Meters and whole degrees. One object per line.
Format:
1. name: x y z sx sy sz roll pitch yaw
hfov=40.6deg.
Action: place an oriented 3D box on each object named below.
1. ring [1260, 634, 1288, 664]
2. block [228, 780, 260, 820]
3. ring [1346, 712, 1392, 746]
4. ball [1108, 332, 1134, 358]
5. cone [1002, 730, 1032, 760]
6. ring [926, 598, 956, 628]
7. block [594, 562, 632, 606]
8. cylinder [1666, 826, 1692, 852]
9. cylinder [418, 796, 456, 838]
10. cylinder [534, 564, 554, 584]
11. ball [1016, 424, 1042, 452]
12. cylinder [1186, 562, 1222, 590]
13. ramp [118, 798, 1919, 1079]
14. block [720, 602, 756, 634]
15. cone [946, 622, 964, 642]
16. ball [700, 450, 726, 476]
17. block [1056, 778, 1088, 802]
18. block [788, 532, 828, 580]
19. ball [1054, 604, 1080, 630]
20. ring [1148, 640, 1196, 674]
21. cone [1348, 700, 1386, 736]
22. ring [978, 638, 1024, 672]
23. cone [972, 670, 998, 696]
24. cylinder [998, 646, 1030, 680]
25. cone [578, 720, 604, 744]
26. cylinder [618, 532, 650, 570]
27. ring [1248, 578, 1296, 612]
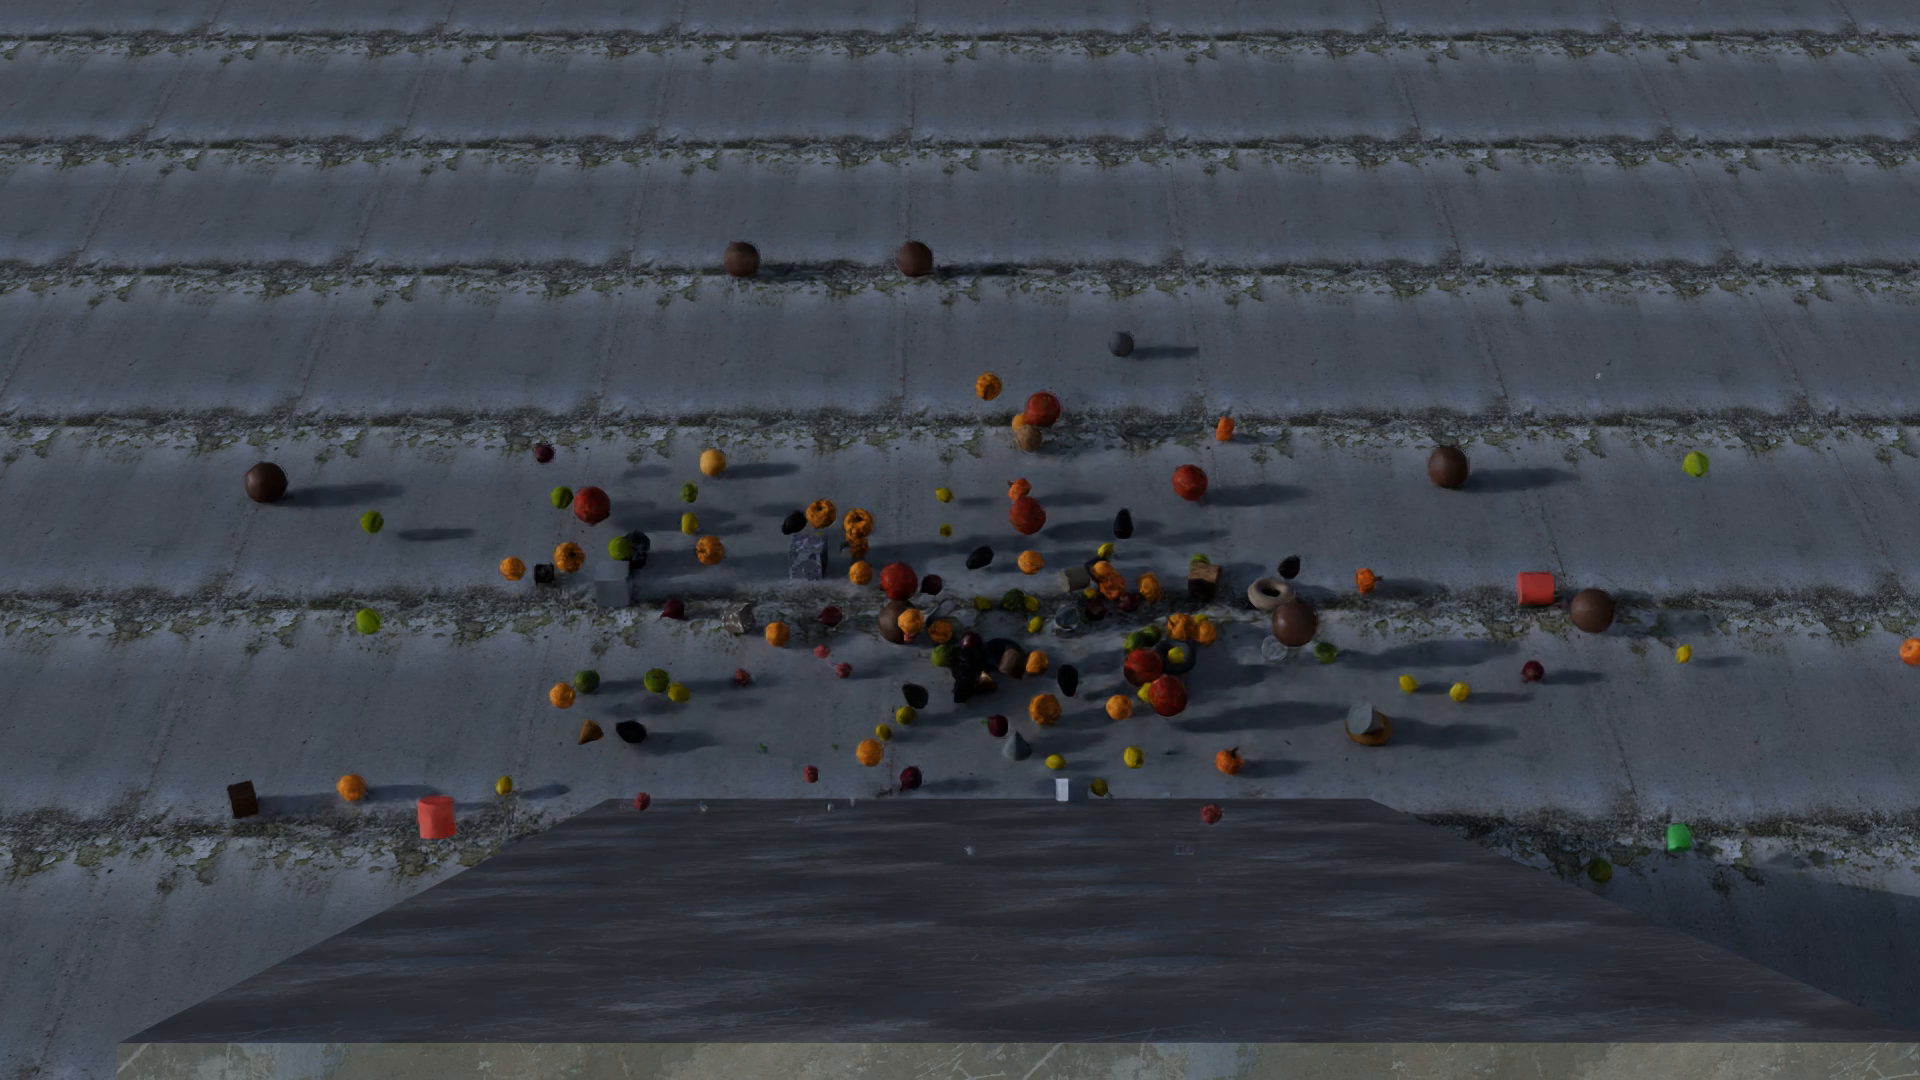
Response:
1. ring: 0.899 0.311 7.426 0.084 0.084 0.028 18 6 24
2. block: -1.907 0.691 6.911 0.064 0.064 0.064 -13 37 -17
3. ring: 1.129 0.518 7.175 0.130 0.043 0.130 1 36 -1
4. ball: 0.545 -0.664 8.814 0.086 0.086 0.086 0 35 0
5. cone: 0.154 0.547 7.098 0.080 0.080 0.080 -2 36 2
6. ring: -0.057 0.213 7.566 0.037 0.111 0.111 46 43 -3
7. block: -1.025 0.130 7.681 0.095 0.095 0.095 0 35 -1
8. cylinder: 1.844 0.767 6.668 0.057 0.057 0.057 -1 68 -1
9. cylinder: -1.358 0.720 6.740 0.092 0.092 0.092 -2 7 0
10. cylinder: -1.242 0.100 7.755 0.054 0.054 0.054 -8 36 -17
11. ball: 0.220 -0.327 8.335 0.088 0.088 0.088 0 35 0
12. cylinder: 0.726 0.109 7.719 0.082 0.082 0.082 3 32 32
13. ramp: 0.078 0.666 4.842 2.000 0.100 4.000 0 -2 0
14. block: -0.646 0.225 7.555 0.065 0.065 0.065 1 29 30
15. cone: -0.018 0.273 7.539 0.053 0.053 0.053 4 62 6
16. ball: -0.783 -0.244 8.221 0.085 0.085 0.085 0 35 0
17. block: 0.291 0.649 6.757 0.058 0.058 0.058 1 -2 -31
18. block: -0.455 0.050 7.791 0.098 0.098 0.098 5 36 7
19. ball: 0.313 0.225 7.563 0.075 0.075 0.075 0 35 0
20. ring: 0.608 0.334 7.434 0.137 0.046 0.137 1 34 0
21. cone: 1.132 0.502 7.121 0.100 0.100 0.100 22 25 -30
22. ring: 0.119 0.329 7.444 0.131 0.044 0.131 -1 36 1
23. cone: 0.060 0.416 7.330 0.068 0.068 0.068 -41 46 -8
24. cylinder: 0.150 0.342 7.231 0.073 0.073 0.073 22 0 0
25. cone: -1.019 0.537 7.066 0.069 0.069 0.069 21 40 27
26. cylinder: -0.980 0.032 7.827 0.083 0.083 0.083 2 33 3
27. ring: 0.921 0.161 7.677 0.144 0.048 0.144 1 35 -1
